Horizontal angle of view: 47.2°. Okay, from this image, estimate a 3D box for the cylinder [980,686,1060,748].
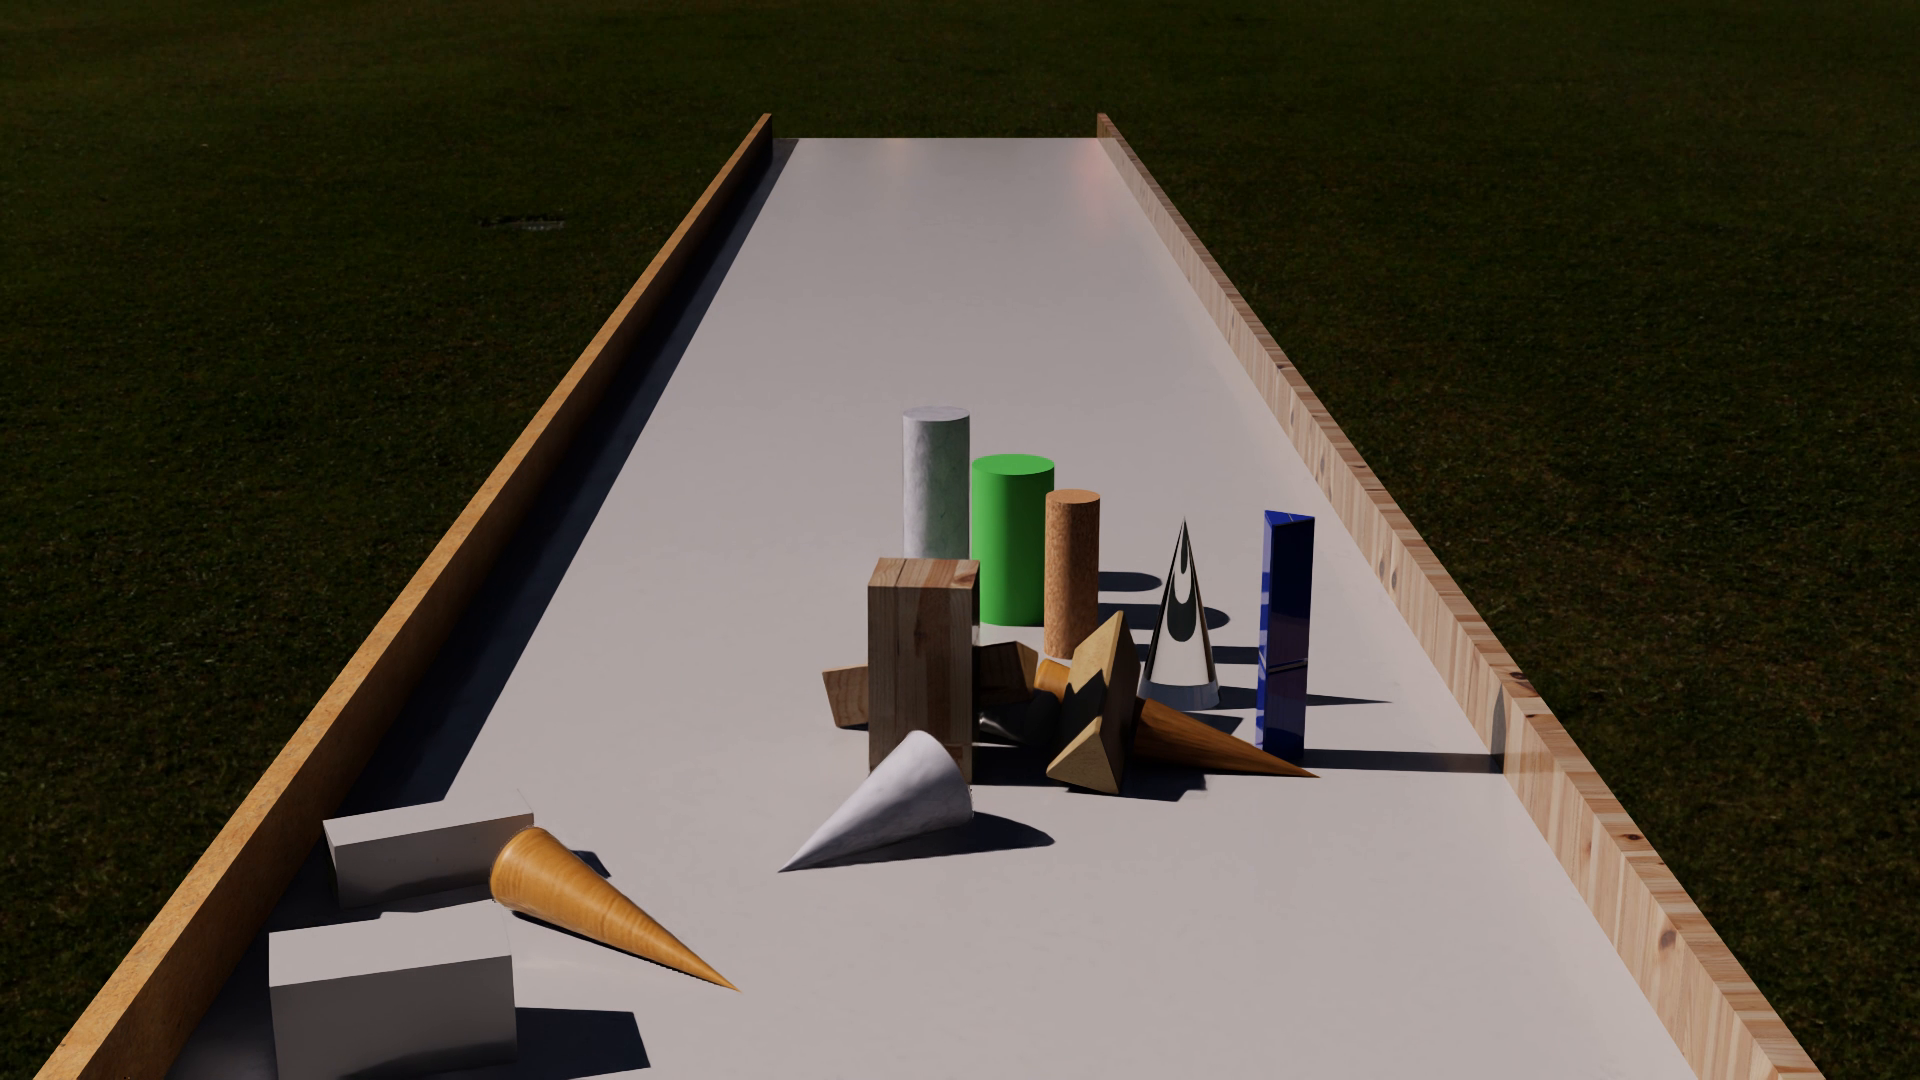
[{"bbox_3d":[0.033,0.295,4.053,0.303,0.105,0.105,14,21,39],"label":"cylinder"}]

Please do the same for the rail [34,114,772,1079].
[{"bbox_3d":[-1.118,-0.838,7.780,0.050,0.150,12.000,0,17,-1],"label":"rail"}]

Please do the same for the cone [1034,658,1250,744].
[{"bbox_3d":[0.341,0.323,4.041,0.417,0.113,0.113,14,20,17],"label":"cone"}]

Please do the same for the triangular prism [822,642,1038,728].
[{"bbox_3d":[-0.060,0.243,3.999,0.384,0.096,0.111,-10,43,21],"label":"triangular prism"}]

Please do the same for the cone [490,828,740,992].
[{"bbox_3d":[-0.484,0.566,3.211,0.455,0.129,0.129,21,26,33],"label":"cone"}]

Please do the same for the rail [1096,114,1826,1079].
[{"bbox_3d":[0.932,-0.844,7.801,0.050,0.150,12.000,0,17,-1],"label":"rail"}]

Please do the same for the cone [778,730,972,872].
[{"bbox_3d":[-0.162,0.458,3.538,0.324,0.176,0.176,-28,29,-28],"label":"cone"}]

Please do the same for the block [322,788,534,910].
[{"bbox_3d":[-0.825,0.480,3.429,0.304,0.105,0.105,-7,18,-23],"label":"block"}]

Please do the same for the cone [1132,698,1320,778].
[{"bbox_3d":[0.475,0.375,3.863,0.328,0.118,0.118,14,19,11],"label":"cone"}]

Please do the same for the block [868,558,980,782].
[{"bbox_3d":[-0.061,0.225,3.847,0.178,0.350,0.178,1,15,5],"label":"block"}]

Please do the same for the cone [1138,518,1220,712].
[{"bbox_3d":[0.420,0.126,4.167,0.161,0.362,0.161,0,17,0],"label":"cone"}]

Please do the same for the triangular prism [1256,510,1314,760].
[{"bbox_3d":[0.554,0.171,3.873,0.091,0.445,0.079,-9,19,-29],"label":"triangular prism"}]

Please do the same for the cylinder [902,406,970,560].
[{"bbox_3d":[-0.053,-0.097,4.891,0.149,0.378,0.149,0,17,0],"label":"cylinder"}]

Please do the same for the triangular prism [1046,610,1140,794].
[{"bbox_3d":[0.254,0.274,3.915,0.126,0.109,0.417,15,30,3],"label":"triangular prism"}]

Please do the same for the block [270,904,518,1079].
[{"bbox_3d":[-0.751,0.606,2.915,0.302,0.156,0.156,-5,17,-16],"label":"block"}]

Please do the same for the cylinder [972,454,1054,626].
[{"bbox_3d":[0.111,-0.001,4.653,0.174,0.329,0.174,0,17,0],"label":"cylinder"}]

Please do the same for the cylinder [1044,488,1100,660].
[{"bbox_3d":[0.225,0.069,4.423,0.108,0.326,0.108,0,17,0],"label":"cylinder"}]
